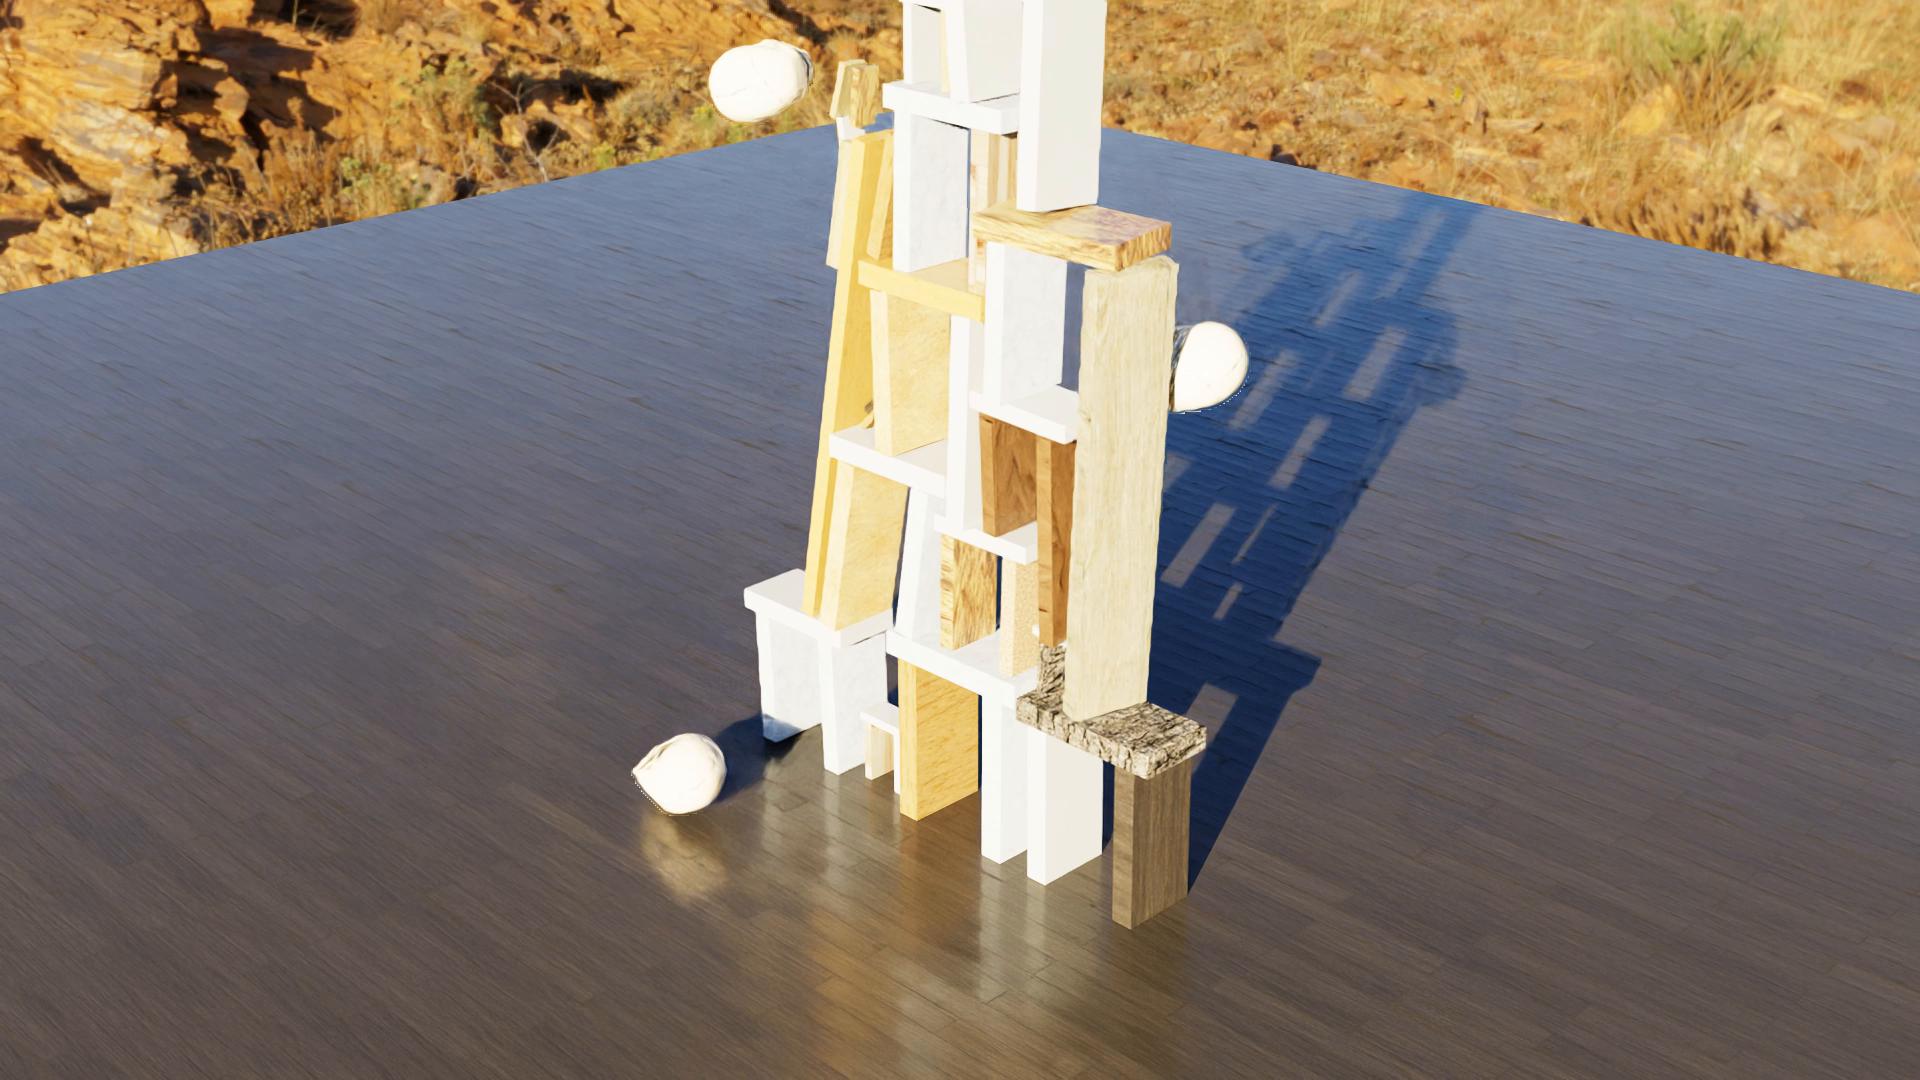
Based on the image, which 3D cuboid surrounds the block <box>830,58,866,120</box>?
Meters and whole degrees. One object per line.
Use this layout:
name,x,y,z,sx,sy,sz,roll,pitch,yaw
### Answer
block,-0.208,-0.840,4.094,0.054,0.108,0.015,-21,47,-41

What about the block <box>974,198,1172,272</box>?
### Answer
block,0.188,-0.524,3.717,0.306,0.043,0.153,20,33,38

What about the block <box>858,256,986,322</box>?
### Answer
block,-0.019,-0.474,4.038,0.160,0.045,0.320,-21,32,-40

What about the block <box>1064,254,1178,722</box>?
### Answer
block,0.275,-0.070,3.838,0.153,0.883,0.043,-14,35,-23

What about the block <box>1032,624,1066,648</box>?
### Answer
block,0.195,0.175,4.084,0.056,0.016,0.112,-24,34,-39

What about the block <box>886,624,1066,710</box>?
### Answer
block,0.040,0.223,4.279,0.348,0.049,0.174,21,31,41

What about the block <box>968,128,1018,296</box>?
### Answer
block,0.084,-0.591,3.886,0.146,0.292,0.041,-21,32,-40

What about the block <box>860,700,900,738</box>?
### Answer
block,-0.136,0.371,4.527,0.131,0.019,0.066,21,31,41

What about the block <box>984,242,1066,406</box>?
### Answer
block,0.115,-0.402,3.876,0.153,0.306,0.043,-24,38,-36

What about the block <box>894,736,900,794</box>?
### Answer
block,-0.105,0.452,4.528,0.019,0.131,0.066,21,31,41

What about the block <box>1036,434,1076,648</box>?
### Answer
block,0.195,-0.014,3.979,0.122,0.414,0.035,-25,34,-39

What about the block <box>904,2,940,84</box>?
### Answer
block,-0.067,-0.890,3.918,0.072,0.143,0.020,-21,31,-40

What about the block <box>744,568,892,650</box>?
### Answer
block,-0.297,0.142,4.609,0.297,0.042,0.148,21,31,40

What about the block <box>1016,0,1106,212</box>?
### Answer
block,0.172,-0.793,3.665,0.155,0.474,0.044,-16,25,-42

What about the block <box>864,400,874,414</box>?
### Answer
block,-0.140,-0.280,4.257,0.051,0.015,0.103,-23,-11,-40

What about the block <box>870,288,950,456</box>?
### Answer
block,-0.091,-0.334,4.176,0.160,0.320,0.045,-21,29,-41

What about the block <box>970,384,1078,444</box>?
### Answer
block,0.144,-0.238,3.929,0.122,0.035,0.244,-23,33,-36

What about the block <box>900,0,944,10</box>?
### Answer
block,-0.035,-0.951,3.855,0.072,0.020,0.143,-21,31,-40

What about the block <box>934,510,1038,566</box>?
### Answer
block,0.077,-0.019,4.131,0.238,0.034,0.119,21,31,41

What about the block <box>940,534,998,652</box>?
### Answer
block,0.017,0.084,4.239,0.034,0.238,0.119,22,32,40

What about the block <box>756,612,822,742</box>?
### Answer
block,-0.361,0.272,4.738,0.148,0.297,0.042,-21,29,-41

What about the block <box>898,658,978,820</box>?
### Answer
block,-0.042,0.374,4.433,0.049,0.348,0.174,21,31,41

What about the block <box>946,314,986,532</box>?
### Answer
block,0.051,-0.233,4.062,0.045,0.413,0.160,24,32,39

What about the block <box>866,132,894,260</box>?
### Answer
block,-0.099,-0.643,4.064,0.121,0.242,0.034,-21,46,-41

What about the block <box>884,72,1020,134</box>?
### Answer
block,0.017,-0.772,3.881,0.146,0.041,0.293,-21,32,-40

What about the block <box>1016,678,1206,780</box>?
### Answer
block,0.277,0.339,4.069,0.162,0.046,0.325,-21,31,-41

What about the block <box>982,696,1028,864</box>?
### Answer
block,0.122,0.438,4.281,0.049,0.348,0.174,21,31,41

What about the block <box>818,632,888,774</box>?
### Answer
block,-0.221,0.326,4.610,0.148,0.297,0.042,-21,29,-41

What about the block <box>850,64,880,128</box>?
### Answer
block,-0.177,-0.823,4.073,0.015,0.108,0.054,25,32,35

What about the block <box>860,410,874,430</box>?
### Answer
block,-0.148,-0.251,4.291,0.051,0.015,0.103,-21,-11,-41

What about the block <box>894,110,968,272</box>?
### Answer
block,-0.054,-0.647,4.011,0.146,0.292,0.041,-21,32,-41

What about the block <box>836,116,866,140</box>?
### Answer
block,-0.200,-0.742,4.126,0.054,0.108,0.015,-20,20,-41

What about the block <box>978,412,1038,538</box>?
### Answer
block,0.095,-0.138,4.047,0.122,0.244,0.035,-24,33,-36

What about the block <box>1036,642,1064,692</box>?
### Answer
block,0.171,0.226,4.132,0.056,0.112,0.016,-21,34,-40

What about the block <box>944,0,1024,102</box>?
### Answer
block,0.045,-0.919,3.778,0.155,0.310,0.044,-21,26,-41

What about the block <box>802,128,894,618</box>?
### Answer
block,-0.207,-0.304,4.300,0.121,1.031,0.034,-22,42,-40

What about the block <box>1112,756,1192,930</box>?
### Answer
block,0.355,0.541,4.069,0.162,0.325,0.046,-21,30,-41

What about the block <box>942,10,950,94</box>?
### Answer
block,0.000,-0.862,3.855,0.072,0.143,0.020,-21,31,-40

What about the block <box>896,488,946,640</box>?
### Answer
block,-0.037,0.025,4.270,0.160,0.320,0.045,-21,40,-41

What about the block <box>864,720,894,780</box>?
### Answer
block,-0.167,0.428,4.585,0.019,0.131,0.066,21,31,41

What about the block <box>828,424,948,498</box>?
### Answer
block,-0.086,-0.163,4.243,0.319,0.045,0.160,21,31,40

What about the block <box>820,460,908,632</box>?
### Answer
block,-0.190,-0.008,4.421,0.045,0.378,0.160,32,37,34

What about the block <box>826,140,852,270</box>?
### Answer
block,-0.182,-0.637,4.145,0.121,0.242,0.034,-17,36,-42

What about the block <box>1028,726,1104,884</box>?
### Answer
block,0.202,0.481,4.210,0.046,0.325,0.162,20,30,41

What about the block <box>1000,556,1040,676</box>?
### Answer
block,0.130,0.128,4.135,0.119,0.238,0.034,-21,33,-41
